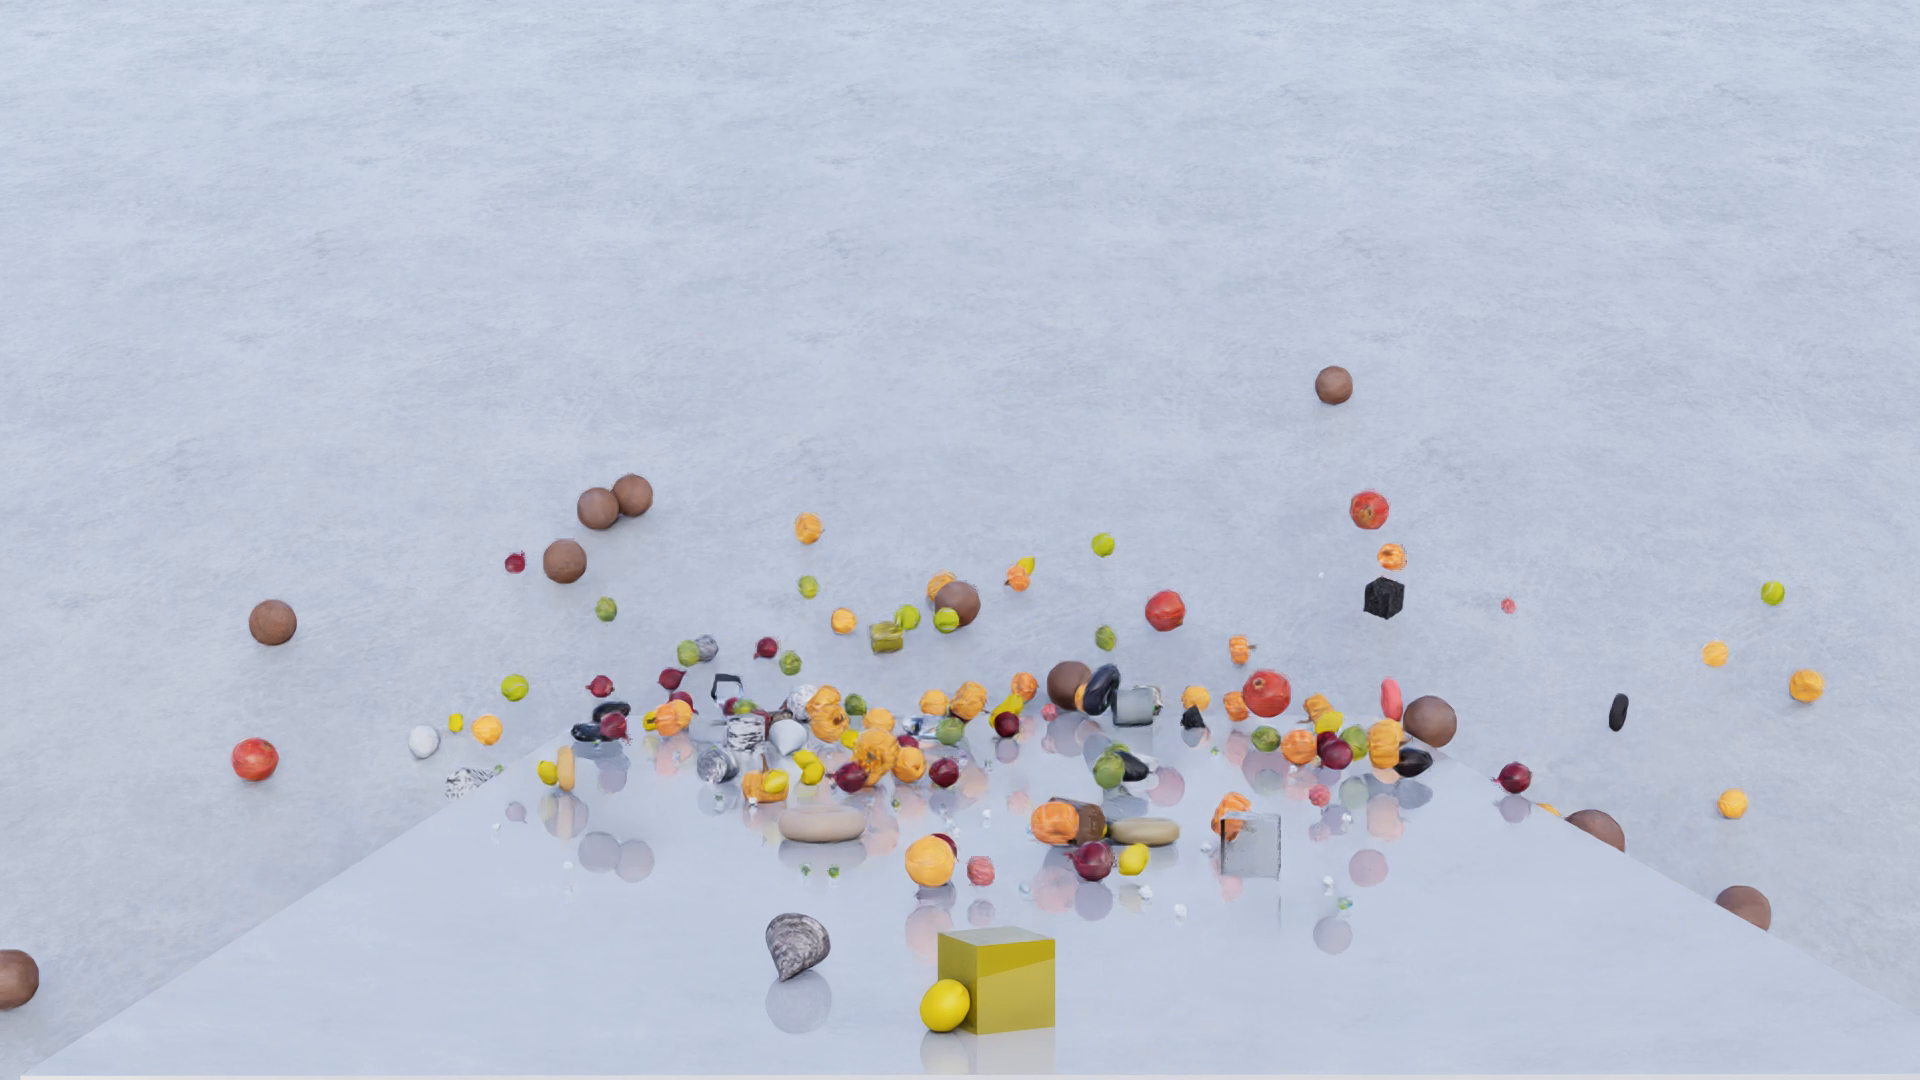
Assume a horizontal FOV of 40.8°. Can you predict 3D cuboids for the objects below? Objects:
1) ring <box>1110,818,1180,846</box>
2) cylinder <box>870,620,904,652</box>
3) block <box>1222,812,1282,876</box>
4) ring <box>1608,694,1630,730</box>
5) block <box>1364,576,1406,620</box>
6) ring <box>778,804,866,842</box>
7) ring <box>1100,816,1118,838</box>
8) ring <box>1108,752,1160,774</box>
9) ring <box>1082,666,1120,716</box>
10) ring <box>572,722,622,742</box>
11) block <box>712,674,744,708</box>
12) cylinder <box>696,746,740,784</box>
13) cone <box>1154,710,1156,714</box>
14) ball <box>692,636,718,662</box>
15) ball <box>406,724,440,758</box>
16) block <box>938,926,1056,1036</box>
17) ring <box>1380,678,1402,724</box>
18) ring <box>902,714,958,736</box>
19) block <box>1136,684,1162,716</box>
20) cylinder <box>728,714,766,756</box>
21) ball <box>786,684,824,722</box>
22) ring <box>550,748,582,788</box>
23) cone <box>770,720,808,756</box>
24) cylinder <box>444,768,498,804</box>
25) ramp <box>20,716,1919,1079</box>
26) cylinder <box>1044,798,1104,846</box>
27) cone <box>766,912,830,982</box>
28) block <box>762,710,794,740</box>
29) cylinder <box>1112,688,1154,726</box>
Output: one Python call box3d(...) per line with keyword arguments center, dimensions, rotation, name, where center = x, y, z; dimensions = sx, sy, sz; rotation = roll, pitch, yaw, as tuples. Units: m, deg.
box3d(center=(0.303, 0.479, 4.238), dimensions=(0.116, 0.039, 0.116), rotation=(-1, 0, 0), name="ring")
box3d(center=(-0.201, 0.264, 7.054), dimensions=(0.080, 0.080, 0.080), rotation=(-6, 27, -10), name="cylinder")
box3d(center=(0.444, 0.462, 3.927), dimensions=(0.085, 0.085, 0.085), rotation=(0, 1, 11), name="block")
box3d(center=(1.702, 0.445, 6.669), dimensions=(0.033, 0.100, 0.100), rotation=(23, 33, 22), name="ring")
box3d(center=(1.194, 0.163, 7.262), dimensions=(0.079, 0.079, 0.079), rotation=(22, 34, 37), name="block")
box3d(center=(-0.230, 0.473, 4.303), dimensions=(0.148, 0.049, 0.148), rotation=(0, 2, 0), name="ring")
box3d(center=(0.226, 0.482, 4.332), dimensions=(0.086, 0.029, 0.086), rotation=(-1, 2, 0), name="ring")
box3d(center=(0.356, 0.458, 5.290), dimensions=(0.106, 0.035, 0.106), rotation=(-1, 1, 0), name="ring")
box3d(center=(0.347, 0.369, 6.331), dimensions=(0.045, 0.136, 0.136), rotation=(26, 35, 23), name="ring")
box3d(center=(-0.838, 0.442, 5.950), dimensions=(0.116, 0.039, 0.116), rotation=(0, 0, 0), name="ring")
box3d(center=(-0.612, 0.397, 6.779), dimensions=(0.064, 0.064, 0.064), rotation=(2, 54, 9), name="block")
box3d(center=(-0.479, 0.446, 5.116), dimensions=(0.066, 0.066, 0.066), rotation=(11, 6, 20), name="cylinder")
box3d(center=(0.429, 0.433, 6.369), dimensions=(0.082, 0.082, 0.082), rotation=(12, 20, 23), name="cone")
box3d(center=(-0.692, 0.295, 7.004), dimensions=(0.071, 0.071, 0.071), rotation=(0, 26, 0), name="ball")
box3d(center=(-1.363, 0.510, 6.557), dimensions=(0.083, 0.083, 0.083), rotation=(0, 26, 0), name="ball")
box3d(center=(0.039, 0.481, 2.826), dimensions=(0.096, 0.096, 0.096), rotation=(-1, 1, -27), name="block")
box3d(center=(1.049, 0.392, 6.274), dimensions=(0.038, 0.114, 0.114), rotation=(-5, 26, 0), name="ring")
box3d(center=(-0.068, 0.436, 6.066), dimensions=(0.134, 0.045, 0.134), rotation=(1, 1, 0), name="ring")
box3d(center=(0.488, 0.419, 6.732), dimensions=(0.061, 0.061, 0.061), rotation=(-2, 60, -9), name="block")
box3d(center=(-0.466, 0.426, 5.636), dimensions=(0.083, 0.083, 0.083), rotation=(0, 1, 0), name="cylinder")
box3d(center=(-0.382, 0.403, 6.383), dimensions=(0.096, 0.096, 0.096), rotation=(0, 26, 0), name="ball")
box3d(center=(-0.753, 0.437, 4.932), dimensions=(0.030, 0.089, 0.089), rotation=(-36, 35, -7), name="ring")
box3d(center=(-0.380, 0.449, 5.617), dimensions=(0.084, 0.084, 0.084), rotation=(2, 28, 4), name="cone")
box3d(center=(-1.143, 0.583, 6.063), dimensions=(0.095, 0.095, 0.095), rotation=(18, 4, 32), name="cylinder")
box3d(center=(0.060, 0.540, 4.577), dimensions=(2.000, 0.100, 4.000), rotation=(0, 1, 0), name="ramp")
box3d(center=(0.186, 0.461, 4.215), dimensions=(0.071, 0.071, 0.071), rotation=(-19, 10, -33), name="cylinder")
box3d(center=(-0.204, 0.505, 3.093), dimensions=(0.082, 0.082, 0.082), rotation=(5, 29, 9), name="cone")
box3d(center=(-0.420, 0.429, 5.960), dimensions=(0.064, 0.064, 0.064), rotation=(0, 1, -11), name="block")
box3d(center=(0.422, 0.408, 6.303), dimensions=(0.090, 0.090, 0.090), rotation=(0, 26, -5), name="cylinder")
